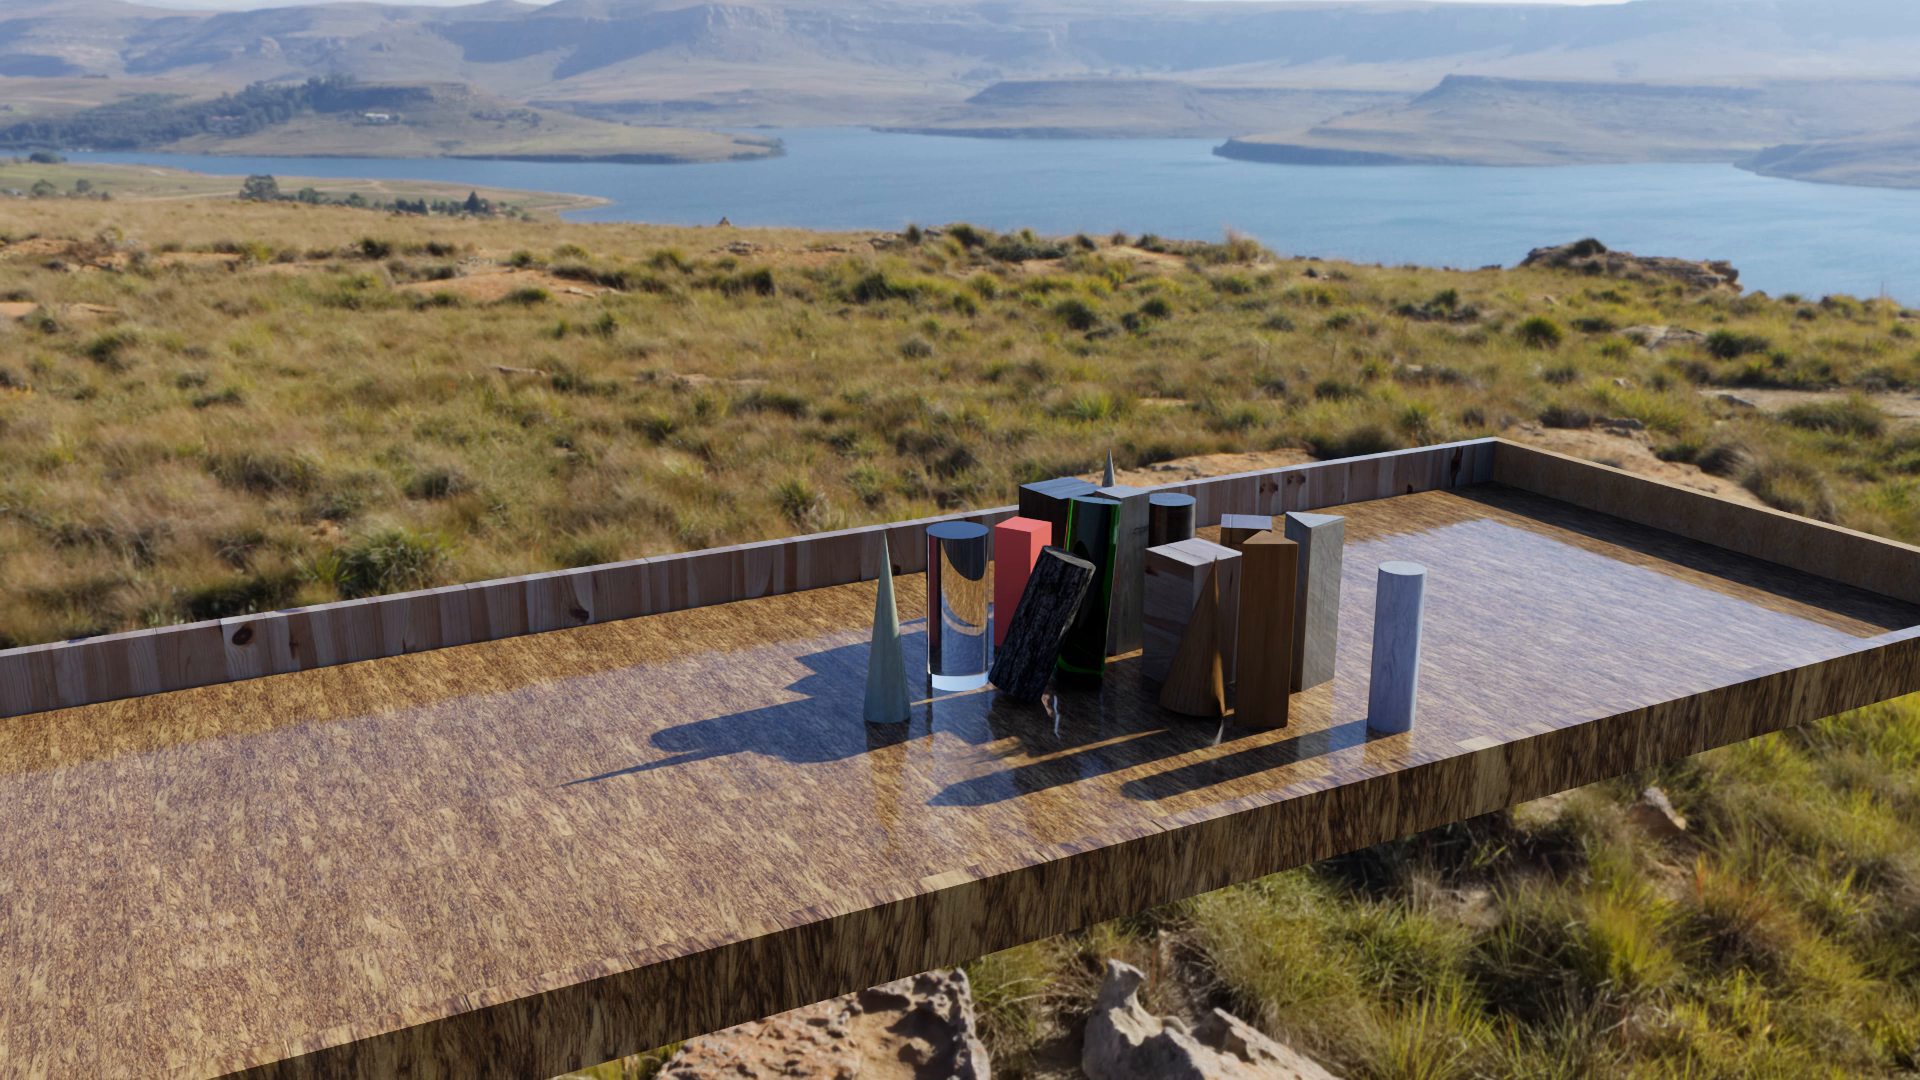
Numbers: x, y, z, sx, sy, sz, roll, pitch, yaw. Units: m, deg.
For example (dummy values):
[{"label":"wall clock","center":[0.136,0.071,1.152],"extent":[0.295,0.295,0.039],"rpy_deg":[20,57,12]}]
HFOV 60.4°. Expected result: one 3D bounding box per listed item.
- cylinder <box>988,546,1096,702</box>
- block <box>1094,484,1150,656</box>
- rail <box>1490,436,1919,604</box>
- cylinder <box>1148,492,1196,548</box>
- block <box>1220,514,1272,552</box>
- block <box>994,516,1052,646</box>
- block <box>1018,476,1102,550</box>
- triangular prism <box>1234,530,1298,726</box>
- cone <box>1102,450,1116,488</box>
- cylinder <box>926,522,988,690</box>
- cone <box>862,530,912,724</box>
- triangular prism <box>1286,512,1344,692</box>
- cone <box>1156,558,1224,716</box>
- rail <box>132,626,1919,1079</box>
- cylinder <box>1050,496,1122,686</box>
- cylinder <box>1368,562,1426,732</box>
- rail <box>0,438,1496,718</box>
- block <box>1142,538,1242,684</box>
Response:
[{"label":"cylinder","center":[0.198,0.201,3.997],"extent":[0.139,0.353,0.139],"rpy_deg":[21,11,-4]},{"label":"block","center":[0.419,0.078,4.330],"extent":[0.102,0.427,0.102],"rpy_deg":[-12,20,-36]},{"label":"rail","center":[2.466,-0.048,5.253],"extent":[0.050,0.150,2.100],"rpy_deg":[-9,18,-27]},{"label":"cylinder","center":[0.578,0.050,4.585],"extent":[0.142,0.338,0.142],"rpy_deg":[0,16,0]},{"label":"block","center":[0.743,0.120,4.329],"extent":[0.129,0.349,0.129],"rpy_deg":[3,17,9]},{"label":"block","center":[0.165,0.117,4.370],"extent":[0.110,0.331,0.110],"rpy_deg":[10,19,30]},{"label":"block","center":[0.287,0.036,4.571],"extent":[0.179,0.373,0.179],"rpy_deg":[-11,20,-34]},{"label":"triangular prism","center":[0.706,0.207,3.857],"extent":[0.125,0.447,0.108],"rpy_deg":[0,16,0]},{"label":"cone","center":[0.433,-0.068,4.837],"extent":[0.152,0.423,0.152],"rpy_deg":[0,16,0]},{"label":"cylinder","center":[-0.006,0.164,4.102],"extent":[0.155,0.393,0.155],"rpy_deg":[0,16,0]},{"label":"cone","center":[-0.174,0.195,3.877],"extent":[0.117,0.459,0.117],"rpy_deg":[0,16,0]},{"label":"triangular prism","center":[0.851,0.146,4.107],"extent":[0.141,0.423,0.122],"rpy_deg":[-14,22,-40]},{"label":"cone","center":[0.579,0.216,3.924],"extent":[0.164,0.371,0.164],"rpy_deg":[7,12,-2]},{"label":"rail","center":[-2.336,1.006,1.665],"extent":[12.000,0.150,0.050],"rpy_deg":[-9,18,-27]},{"label":"cylinder","center":[0.313,0.125,4.096],"extent":[0.131,0.453,0.131],"rpy_deg":[5,8,-1]},{"label":"cylinder","center":[1.013,0.248,3.828],"extent":[0.107,0.384,0.107],"rpy_deg":[0,16,0]},{"label":"rail","center":[-3.305,0.497,3.399],"extent":[12.000,0.150,0.050],"rpy_deg":[-9,18,-27]},{"label":"block","center":[0.584,0.187,4.130],"extent":[0.175,0.332,0.175],"rpy_deg":[-11,20,-34]}]
